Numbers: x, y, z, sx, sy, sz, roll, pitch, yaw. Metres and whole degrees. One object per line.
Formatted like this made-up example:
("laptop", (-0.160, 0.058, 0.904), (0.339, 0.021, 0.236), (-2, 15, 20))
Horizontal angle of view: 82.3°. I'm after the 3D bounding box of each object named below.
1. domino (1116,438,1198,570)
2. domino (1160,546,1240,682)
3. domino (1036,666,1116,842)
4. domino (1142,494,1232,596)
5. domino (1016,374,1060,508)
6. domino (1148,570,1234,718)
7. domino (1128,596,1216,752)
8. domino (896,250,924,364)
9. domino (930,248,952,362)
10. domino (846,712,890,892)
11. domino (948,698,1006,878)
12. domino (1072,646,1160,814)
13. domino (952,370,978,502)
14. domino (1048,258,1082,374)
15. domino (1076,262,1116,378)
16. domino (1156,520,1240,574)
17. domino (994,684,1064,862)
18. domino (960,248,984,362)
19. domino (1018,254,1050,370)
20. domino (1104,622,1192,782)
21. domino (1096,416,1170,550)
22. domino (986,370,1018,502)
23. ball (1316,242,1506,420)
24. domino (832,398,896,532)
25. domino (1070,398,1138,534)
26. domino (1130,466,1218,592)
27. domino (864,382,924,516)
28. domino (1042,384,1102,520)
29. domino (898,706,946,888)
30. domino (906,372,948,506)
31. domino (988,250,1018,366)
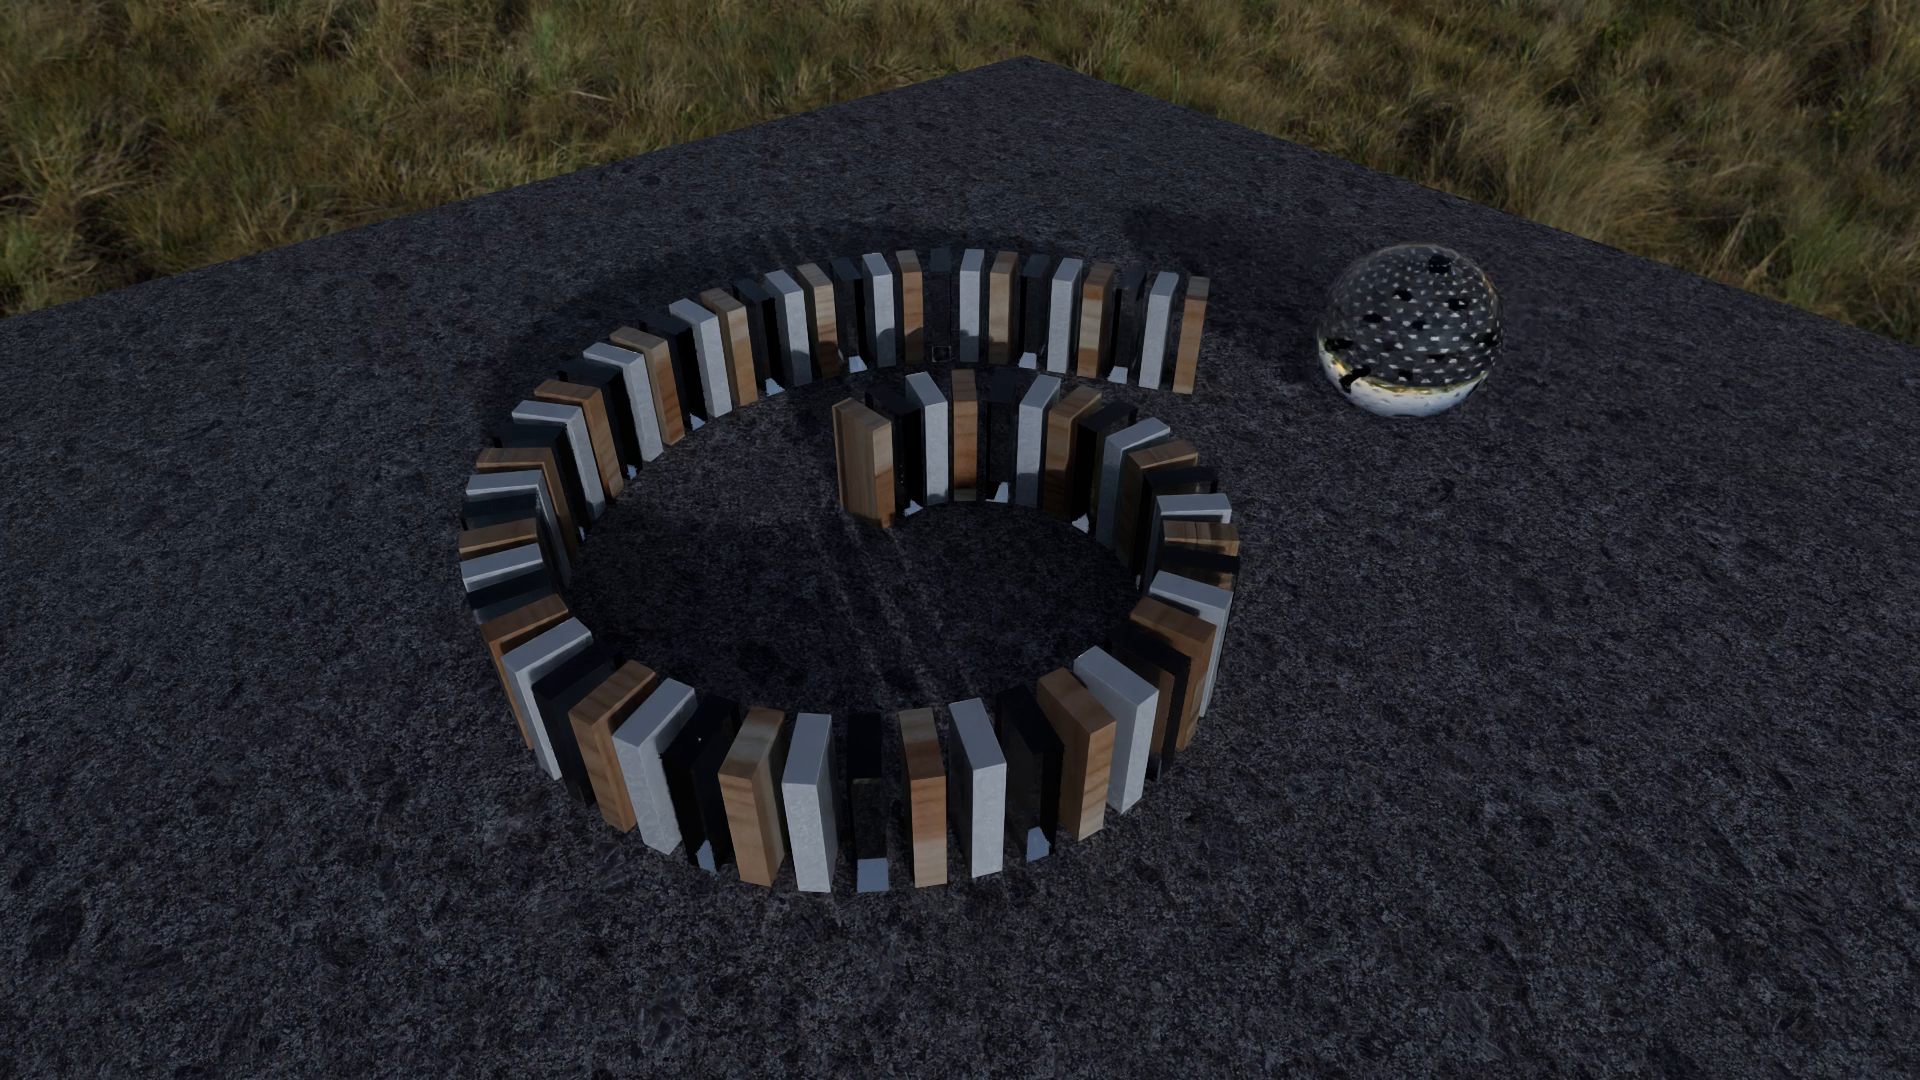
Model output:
("domino", (0.076, -0.013, 0.428), (0.025, 0.050, 0.009), (-15, 42, -17))
("domino", (0.080, 0.026, 0.380), (0.025, 0.050, 0.010), (9, 40, 11))
("domino", (0.033, 0.065, 0.332), (0.009, 0.050, 0.025), (-22, 44, -25))
("domino", (0.083, 0.006, 0.404), (0.025, 0.050, 0.010), (-2, 39, -3))
("domino", (0.033, -0.041, 0.462), (0.010, 0.050, 0.025), (14, 41, 16))
("domino", (0.074, 0.035, 0.368), (0.025, 0.050, 0.009), (17, 42, 20))
("domino", (0.066, 0.044, 0.358), (0.025, 0.050, 0.010), (23, 45, 25))
("domino", (-0.025, -0.117, 0.555), (0.010, 0.050, 0.025), (-7, 40, -8))
("domino", (-0.010, -0.119, 0.556), (0.010, 0.050, 0.025), (-1, 39, -2))
("domino", (-0.026, 0.076, 0.318), (0.009, 0.050, 0.025), (-2, 39, -3))
("domino", (0.005, 0.073, 0.322), (0.009, 0.050, 0.025), (-10, 40, -12))
("domino", (0.046, 0.059, 0.339), (0.010, 0.050, 0.025), (-30, 48, -31))
("domino", (0.002, -0.044, 0.465), (0.009, 0.050, 0.025), (-2, 39, -2))
("domino", (0.052, -0.111, 0.548), (0.009, 0.050, 0.025), (11, 41, 13))
("domino", (0.067, -0.108, 0.544), (0.010, 0.050, 0.025), (12, 41, 14))
("domino", (0.082, 0.016, 0.392), (0.025, 0.050, 0.009), (3, 39, 4))
("domino", (0.020, 0.070, 0.326), (0.009, 0.050, 0.025), (-15, 42, -18))
("domino", (0.006, -0.118, 0.556), (0.009, 0.050, 0.025), (4, 40, 5))
("domino", (0.037, -0.114, 0.551), (0.009, 0.050, 0.025), (10, 40, 11))
("domino", (0.057, 0.052, 0.348), (0.025, 0.050, 0.010), (28, 47, 30))
("domino", (0.068, -0.022, 0.438), (0.025, 0.050, 0.009), (-24, 45, -27))
("domino", (0.017, -0.044, 0.465), (0.009, 0.050, 0.025), (5, 40, 6))
("ball", (0.206, -0.095, 0.504), (0.080, 0.080, 0.080), (0, 39, 0))
("domino", (-0.039, -0.030, 0.449), (0.009, 0.050, 0.025), (-31, 49, -32))
("domino", (0.058, -0.030, 0.448), (0.025, 0.050, 0.009), (-32, 49, -33))
("domino", (0.080, -0.004, 0.416), (0.025, 0.050, 0.009), (-7, 40, -9))
("domino", (-0.027, -0.037, 0.457), (0.010, 0.050, 0.025), (-27, 47, -29))
("domino", (0.046, -0.036, 0.456), (0.009, 0.050, 0.025), (25, 45, 27))
("domino", (-0.011, 0.075, 0.320), (0.009, 0.050, 0.025), (-6, 40, -8))
("domino", (-0.014, -0.042, 0.463), (0.010, 0.050, 0.025), (-14, 41, -16))
("domino", (0.022, -0.117, 0.554), (0.009, 0.050, 0.025), (7, 40, 9))
